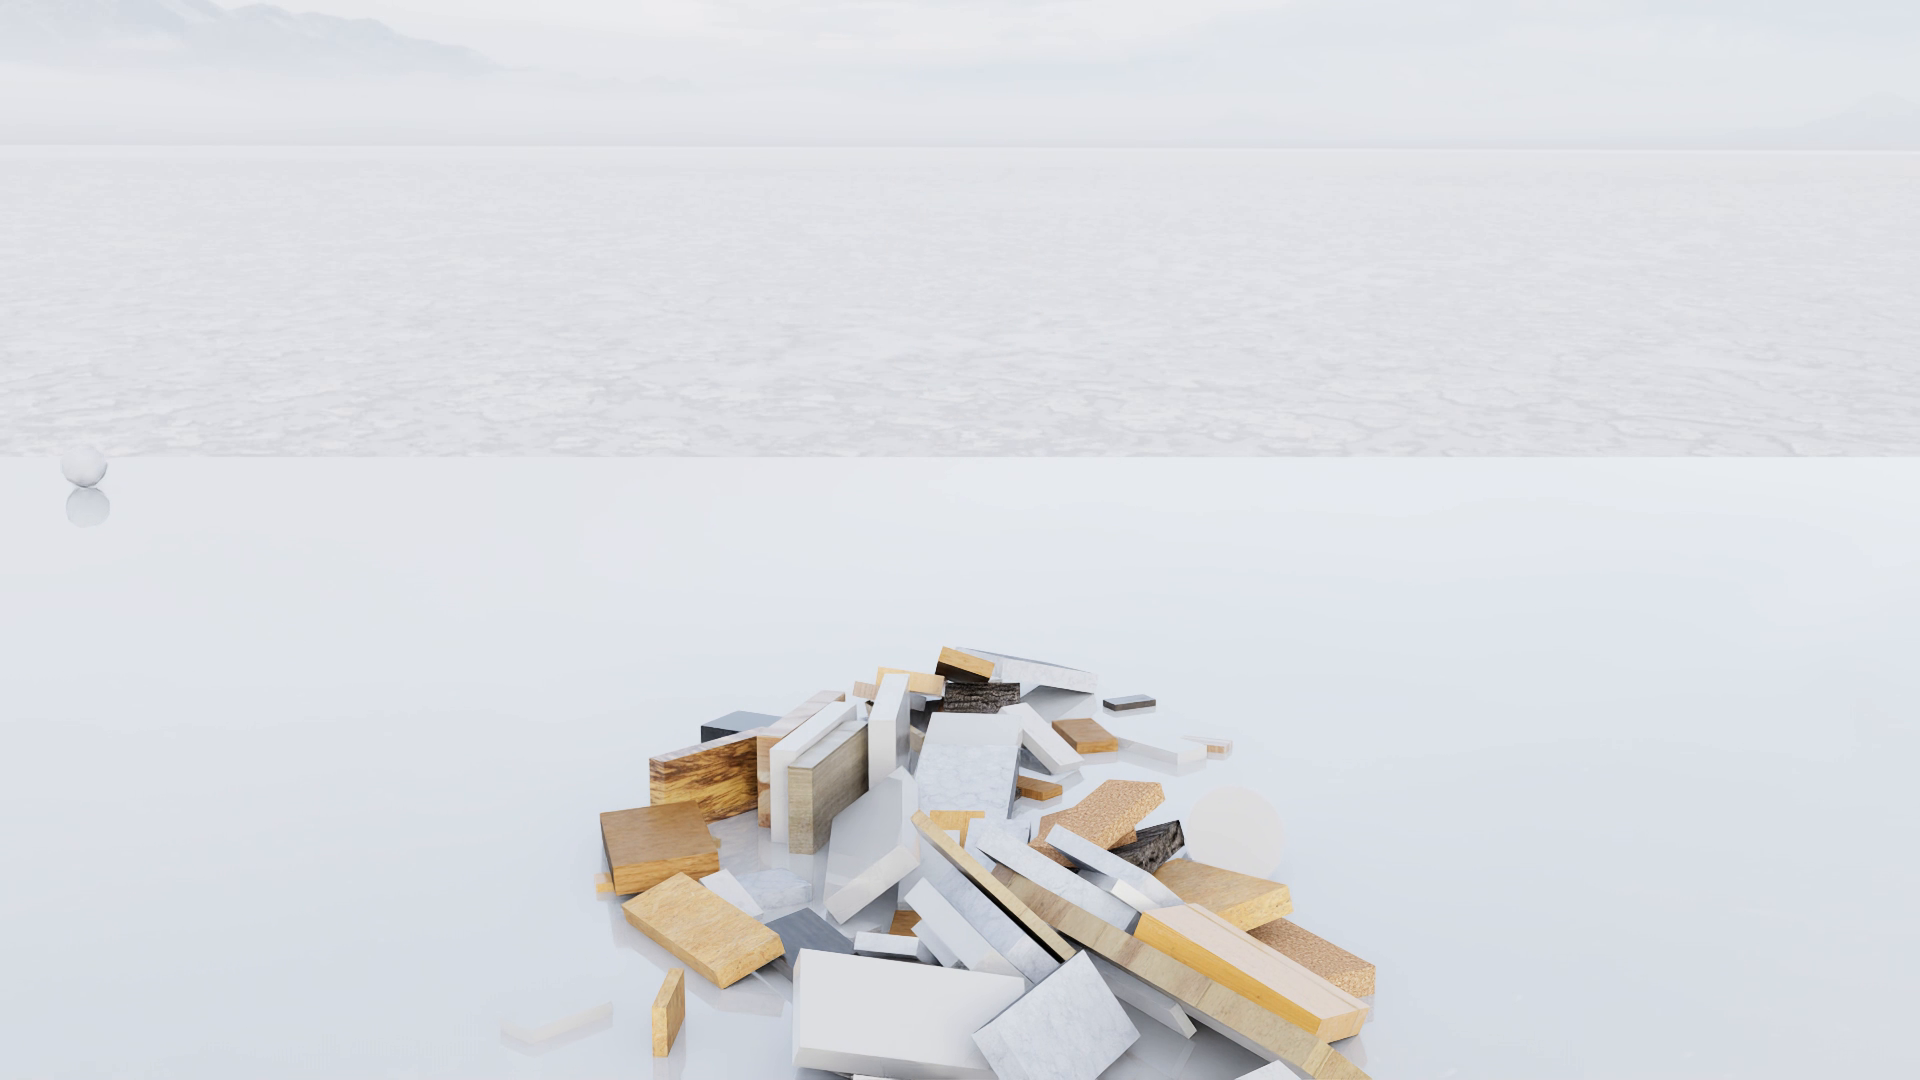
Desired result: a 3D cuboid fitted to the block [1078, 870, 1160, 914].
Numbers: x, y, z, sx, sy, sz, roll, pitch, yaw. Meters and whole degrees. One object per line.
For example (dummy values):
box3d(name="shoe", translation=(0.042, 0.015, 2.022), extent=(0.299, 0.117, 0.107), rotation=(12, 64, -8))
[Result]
box3d(name="block", translation=(0.239, 0.541, 3.346), extent=(0.084, 0.024, 0.246), rotation=(35, -10, -5))

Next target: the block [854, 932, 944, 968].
box3d(name="block", translation=(-0.085, 0.612, 3.202), extent=(0.092, 0.026, 0.184), rotation=(3, -25, 15))

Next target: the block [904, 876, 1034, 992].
box3d(name="block", translation=(0.031, 0.603, 3.213), extent=(0.044, 0.154, 0.309), rotation=(-47, 21, -6))

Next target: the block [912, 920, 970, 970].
box3d(name="block", translation=(-0.008, 0.624, 3.237), extent=(0.026, 0.092, 0.184), rotation=(-43, 18, -7))

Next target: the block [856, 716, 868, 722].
box3d(name="block", translation=(-0.257, 0.408, 4.561), extent=(0.112, 0.032, 0.223), rotation=(4, 11, 20))

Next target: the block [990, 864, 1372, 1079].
box3d(name="block", translation=(0.294, 0.624, 3.124), extent=(0.153, 0.043, 0.782), rotation=(40, -12, -30))

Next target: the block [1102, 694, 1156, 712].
box3d(name="block", translation=(0.375, 0.360, 4.867), extent=(0.105, 0.015, 0.053), rotation=(-5, 12, -27))

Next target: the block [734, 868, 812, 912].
box3d(name="block", translation=(-0.360, 0.584, 3.619), extent=(0.207, 0.029, 0.104), rotation=(-6, 12, -30))

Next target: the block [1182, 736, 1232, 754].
box3d(name="block", translation=(0.503, 0.422, 4.535), extent=(0.105, 0.015, 0.053), rotation=(4, 11, 22))

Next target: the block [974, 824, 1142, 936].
box3d(name="block", translation=(0.175, 0.545, 3.379), extent=(0.303, 0.043, 0.152), rotation=(26, -13, 38))

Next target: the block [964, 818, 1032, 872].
box3d(name="block", translation=(0.058, 0.532, 3.646), extent=(0.104, 0.029, 0.207), rotation=(1, 26, 7))

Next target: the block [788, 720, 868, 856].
box3d(name="block", translation=(-0.236, 0.447, 4.006), extent=(0.045, 0.159, 0.318), rotation=(3, 11, 16))

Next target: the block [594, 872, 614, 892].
box3d(name="block", translation=(-0.561, 0.574, 3.711), extent=(0.108, 0.015, 0.054), rotation=(-3, 11, -14))

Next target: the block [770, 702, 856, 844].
box3d(name="block", translation=(-0.268, 0.427, 4.075), extent=(0.049, 0.173, 0.346), rotation=(3, 11, 15))

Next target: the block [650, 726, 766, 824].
box3d(name="block", translation=(-0.452, 0.445, 4.064), extent=(0.040, 0.141, 0.283), rotation=(9, 14, 40))

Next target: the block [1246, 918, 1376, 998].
box3d(name="block", translation=(0.472, 0.630, 3.336), extent=(0.153, 0.043, 0.307), rotation=(-6, 12, -27))

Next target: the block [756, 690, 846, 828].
box3d(name="block", translation=(-0.296, 0.411, 4.162), extent=(0.049, 0.173, 0.346), rotation=(3, 11, 16))

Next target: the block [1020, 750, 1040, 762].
box3d(name="block", translation=(0.176, 0.434, 4.472), extent=(0.095, 0.014, 0.048), rotation=(-4, 11, -21))

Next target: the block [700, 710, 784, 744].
box3d(name="block", translation=(-0.412, 0.415, 4.263), extent=(0.128, 0.128, 0.128), rotation=(6, 12, 28))

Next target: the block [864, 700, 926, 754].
box3d(name="block", translation=(-0.130, 0.394, 4.591), extent=(0.014, 0.048, 0.309), rotation=(-20, 17, -20))

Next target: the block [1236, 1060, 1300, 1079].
box3d(name="block", translation=(0.247, 0.718, 2.502), extent=(0.337, 0.168, 0.048), rotation=(-10, 36, -42))

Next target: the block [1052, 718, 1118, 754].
box3d(name="block", translation=(0.259, 0.408, 4.581), extent=(0.088, 0.025, 0.176), rotation=(-3, 11, -15))

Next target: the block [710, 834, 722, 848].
box3d(name="block", translation=(-0.483, 0.541, 3.890), extent=(0.108, 0.015, 0.054), rotation=(-8, 13, -38))

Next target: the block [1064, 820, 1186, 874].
box3d(name="block", translation=(0.262, 0.527, 3.621), extent=(0.152, 0.043, 0.303), rotation=(-18, -2, 19))

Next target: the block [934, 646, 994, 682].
box3d(name="block", translation=(0.007, 0.276, 4.668), extent=(0.112, 0.032, 0.469), rotation=(18, -7, 1))

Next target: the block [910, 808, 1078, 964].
box3d(name="block", translation=(0.053, 0.528, 3.305), extent=(0.334, 0.020, 0.072), rotation=(39, -14, 26))

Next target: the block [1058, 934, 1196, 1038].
box3d(name="block", translation=(0.234, 0.647, 3.204), extent=(0.017, 0.059, 0.312), rotation=(-42, 27, -18))

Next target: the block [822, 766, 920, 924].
box3d(name="block", translation=(-0.146, 0.505, 3.704), extent=(0.159, 0.045, 0.507), rotation=(-37, 7, 4))

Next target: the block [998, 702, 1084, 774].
box3d(name="block", translation=(0.159, 0.395, 4.383), extent=(0.175, 0.025, 0.088), rotation=(44, 26, 26))

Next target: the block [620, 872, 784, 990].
box3d(name="block", translation=(-0.403, 0.603, 3.418), extent=(0.113, 0.032, 0.339), rotation=(-27, 22, -26))

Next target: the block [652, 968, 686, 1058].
box3d(name="block", translation=(-0.409, 0.662, 3.085), extent=(0.020, 0.072, 0.144), rotation=(0, 11, 3))

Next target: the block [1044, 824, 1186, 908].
box3d(name="block", translation=(0.239, 0.509, 3.358), extent=(0.113, 0.032, 0.226), rotation=(42, -13, -37))

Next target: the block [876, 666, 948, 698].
box3d(name="block", translation=(-0.102, 0.312, 4.794), extent=(0.141, 0.040, 0.283), rotation=(8, -5, 2))
